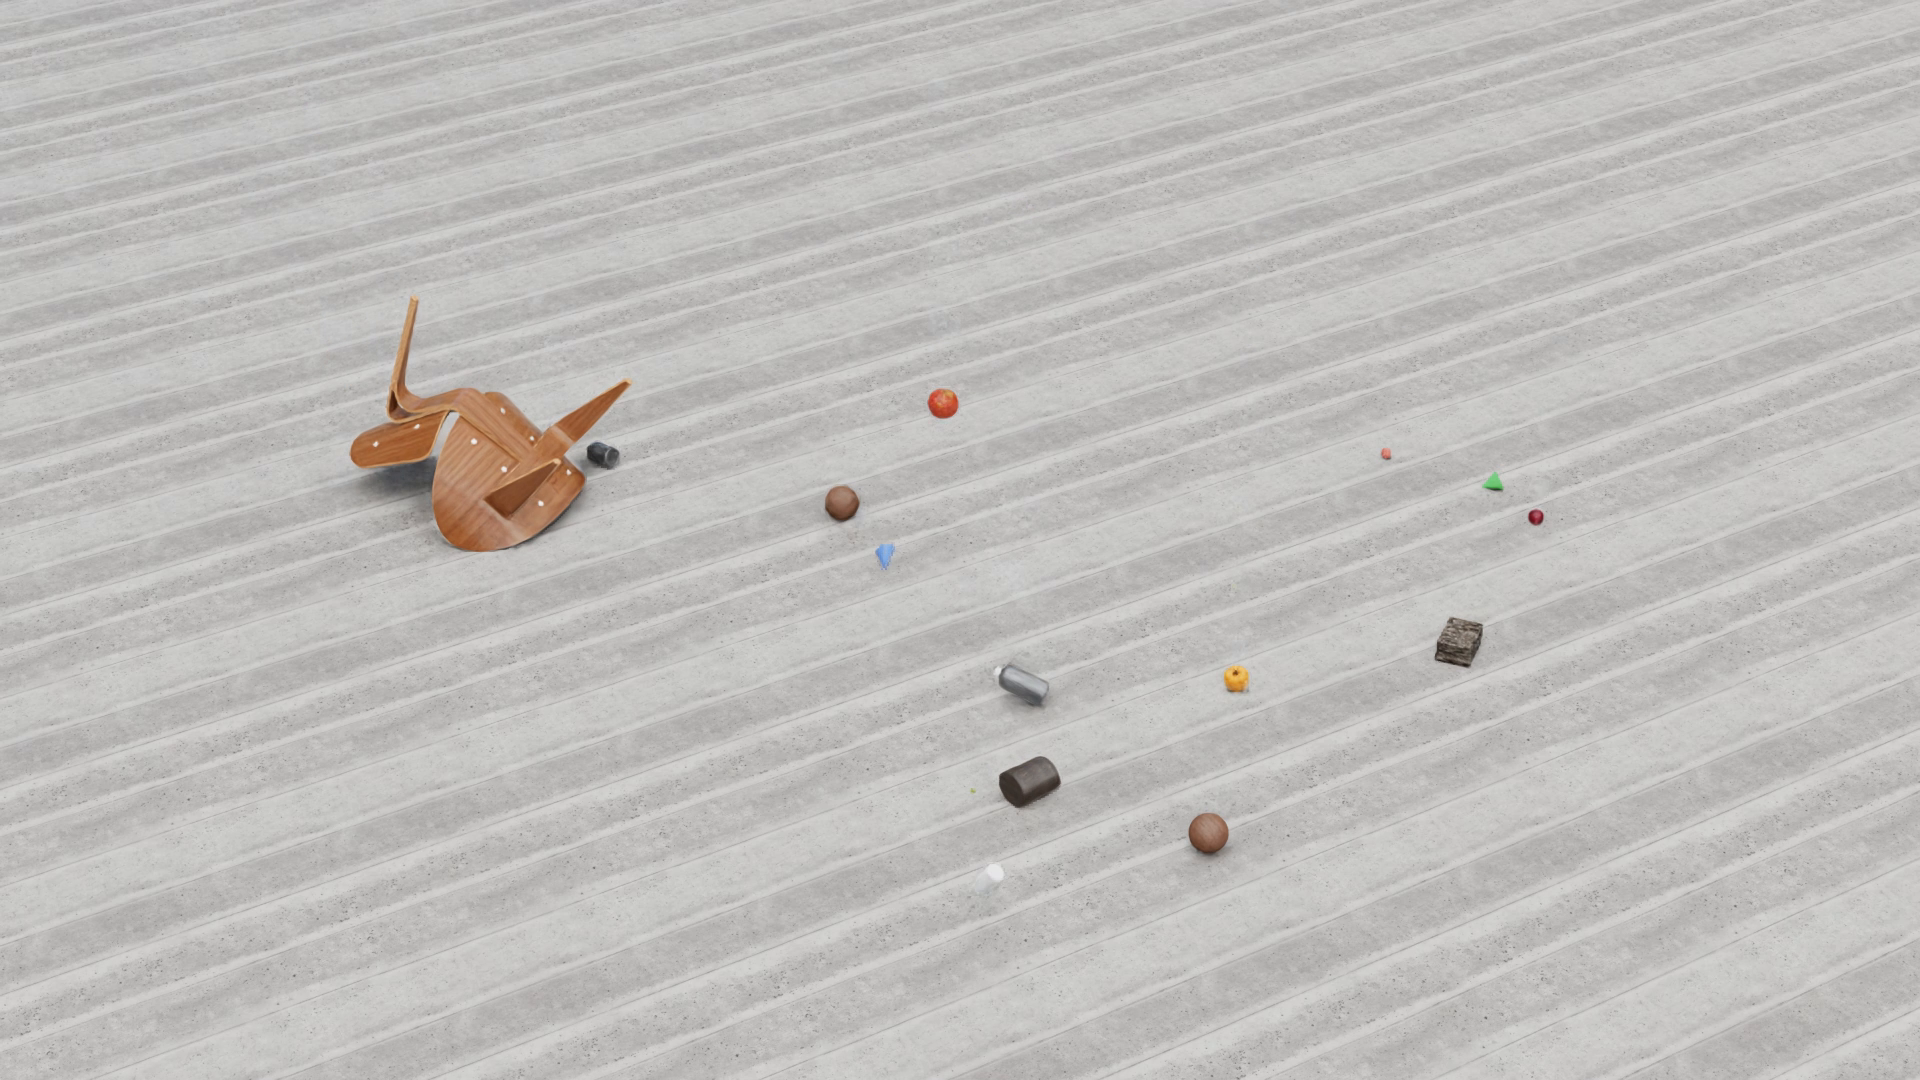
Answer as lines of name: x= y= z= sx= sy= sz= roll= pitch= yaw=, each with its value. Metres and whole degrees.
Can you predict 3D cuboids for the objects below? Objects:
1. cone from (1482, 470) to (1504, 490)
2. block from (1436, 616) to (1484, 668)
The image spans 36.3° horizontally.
cone: x=2.034 y=-0.215 z=11.245 sx=0.076 sy=0.062 sz=0.100 roll=-22 pitch=39 yaw=7
block: x=1.759 y=0.360 z=10.325 sx=0.122 sy=0.081 sz=0.168 roll=13 pitch=36 yaw=19
